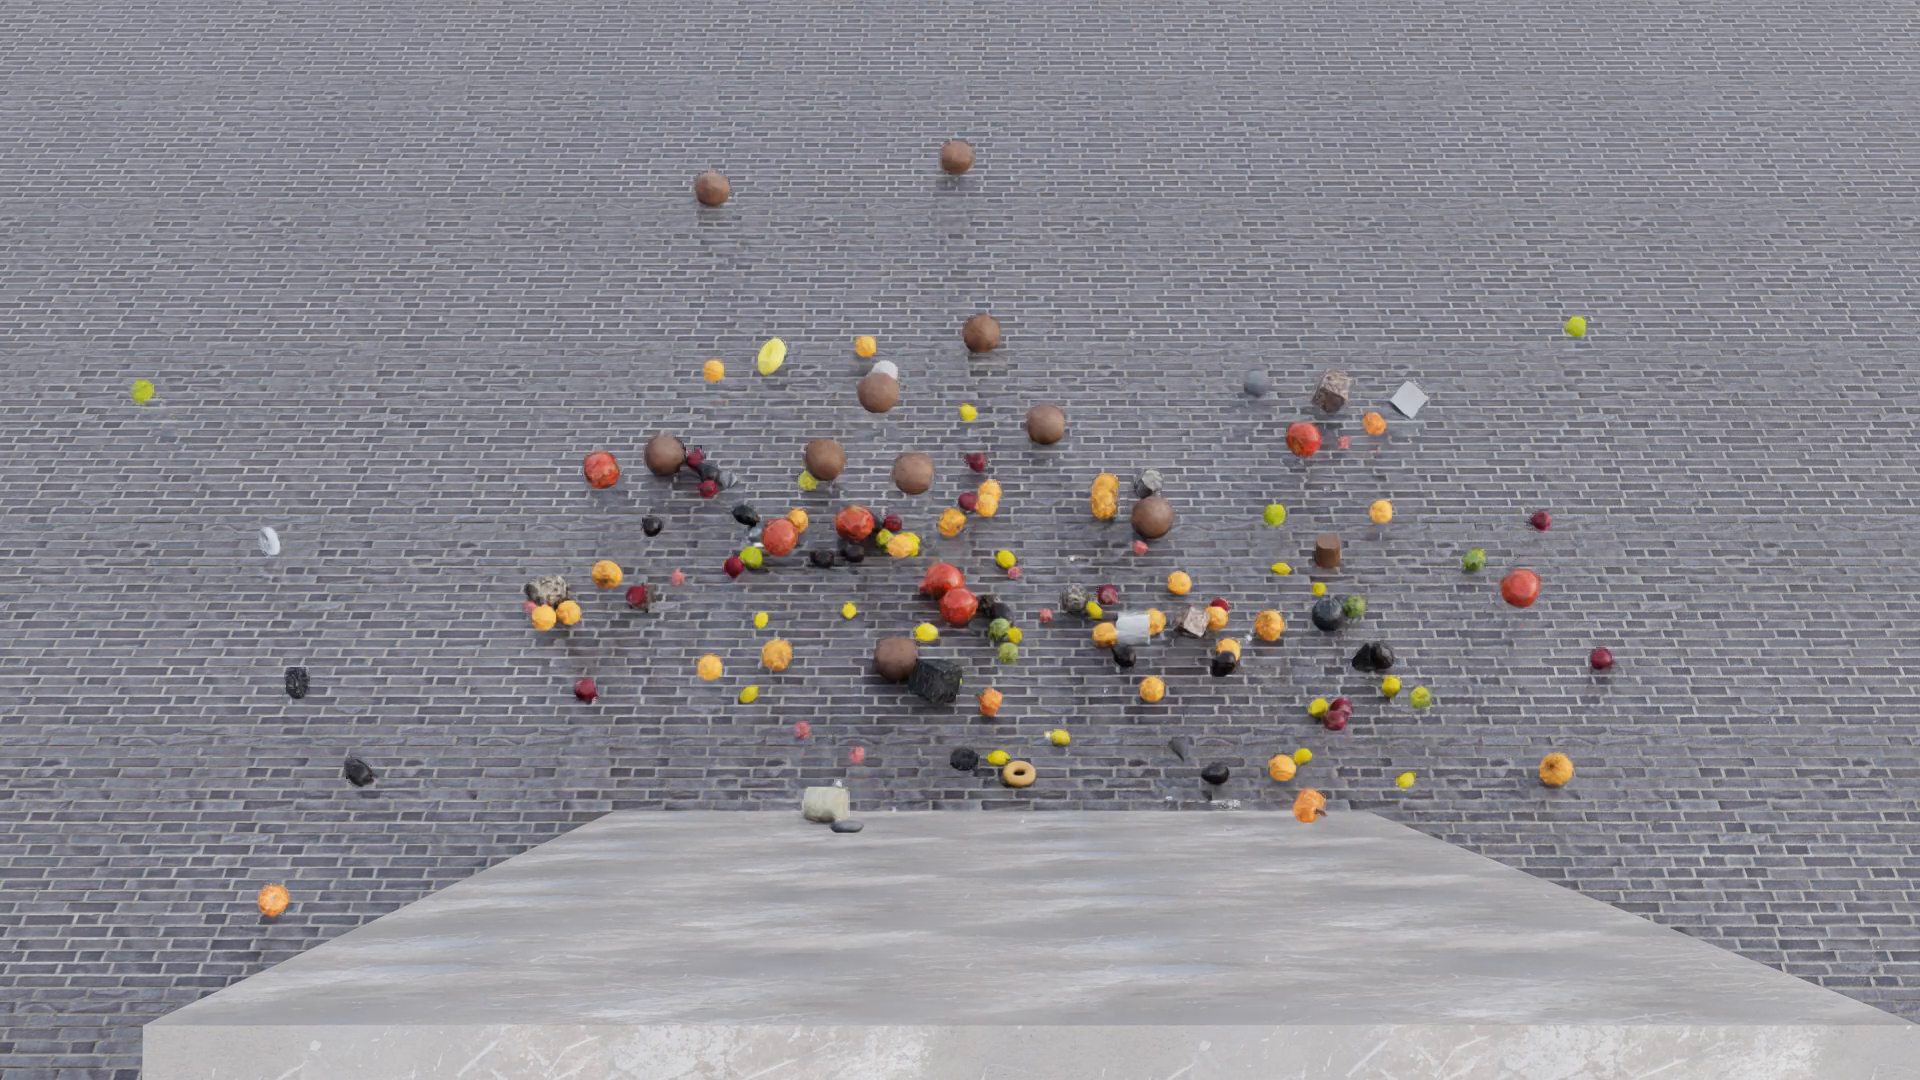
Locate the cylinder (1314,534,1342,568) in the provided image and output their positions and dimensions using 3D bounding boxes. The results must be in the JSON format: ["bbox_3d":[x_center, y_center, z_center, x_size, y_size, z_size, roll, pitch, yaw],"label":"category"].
[{"bbox_3d":[1.117,0.035,7.902,0.076,0.076,0.076,0,37,0],"label":"cylinder"}]

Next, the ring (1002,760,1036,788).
[{"bbox_3d":[0.162,0.641,7.131,0.094,0.031,0.094,-1,36,1],"label":"ring"}]

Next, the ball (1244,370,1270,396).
[{"bbox_3d":[0.984,-0.518,8.630,0.086,0.086,0.086,0,37,0],"label":"ball"}]

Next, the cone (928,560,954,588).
[{"bbox_3d":[-0.057,0.089,7.828,0.078,0.078,0.078,0,37,0],"label":"cone"}]

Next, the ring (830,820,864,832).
[{"bbox_3d":[-0.265,0.673,6.108,0.078,0.026,0.078,-1,-3,0],"label":"ring"}]

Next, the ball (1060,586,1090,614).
[{"bbox_3d":[0.340,0.176,7.708,0.084,0.084,0.084,0,37,0],"label":"ball"}]

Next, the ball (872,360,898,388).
[{"bbox_3d":[-0.249,-0.554,8.675,0.090,0.090,0.090,0,37,0],"label":"ball"}]

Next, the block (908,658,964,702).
[{"bbox_3d":[-0.069,0.396,7.365,0.097,0.097,0.097,3,18,-44],"label":"block"}]

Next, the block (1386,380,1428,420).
[{"bbox_3d":[1.446,-0.450,8.395,0.090,0.090,0.090,42,91,4],"label":"block"}]

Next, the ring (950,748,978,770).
[{"bbox_3d":[0.010,0.606,7.183,0.079,0.026,0.079,-1,37,1],"label":"ring"}]

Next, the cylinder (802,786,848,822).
[{"bbox_3d":[-0.331,0.651,6.409,0.086,0.086,0.086,2,36,20],"label":"cylinder"}]

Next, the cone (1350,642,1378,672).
[{"bbox_3d":[1.172,0.325,7.512,0.079,0.079,0.079,0,37,0],"label":"cone"}]

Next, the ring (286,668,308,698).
[{"bbox_3d":[-1.884,0.408,7.391,0.030,0.089,0.089,2,35,21],"label":"ring"}]

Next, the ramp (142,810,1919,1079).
[{"bbox_3d":[0.081,0.683,4.921,2.000,0.100,4.000,0,-3,0],"label":"ramp"}]

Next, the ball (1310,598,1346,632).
[{"bbox_3d":[1.080,0.219,7.637,0.099,0.099,0.099,0,37,0],"label":"ball"}]

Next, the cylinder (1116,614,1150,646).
[{"bbox_3d":[0.496,0.255,7.429,0.090,0.090,0.090,0,37,8],"label":"cylinder"}]

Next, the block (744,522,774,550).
[{"bbox_3d":[-0.614,-0.014,7.930,0.056,0.056,0.056,-5,41,25],"label":"block"}]

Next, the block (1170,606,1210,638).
[{"bbox_3d":[0.672,0.240,7.590,0.071,0.071,0.071,29,74,-20],"label":"block"}]

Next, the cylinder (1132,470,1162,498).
[{"bbox_3d":[0.588,-0.177,8.155,0.070,0.070,0.070,9,66,-21],"label":"cylinder"}]

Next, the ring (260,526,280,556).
[{"bbox_3d":[-2.096,0.002,7.897,0.031,0.094,0.094,-24,43,-34],"label":"ring"}]

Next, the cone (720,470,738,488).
[{"bbox_3d":[-0.720,-0.193,8.247,0.057,0.057,0.057,29,19,33],"label":"cone"}]

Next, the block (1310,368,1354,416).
[{"bbox_3d":[1.213,-0.484,8.493,0.094,0.094,0.094,27,50,0],"label":"block"}]

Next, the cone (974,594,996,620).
[{"bbox_3d":[0.081,0.207,7.709,0.069,0.069,0.069,-8,64,-10],"label":"cone"}]

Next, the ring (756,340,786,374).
[{"bbox_3d":[-0.630,-0.611,8.675,0.042,0.127,0.127,28,23,-33],"label":"ring"}]

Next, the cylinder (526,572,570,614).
[{"bbox_3d":[-1.222,0.158,7.720,0.094,0.094,0.094,-23,43,-31],"label":"cylinder"}]

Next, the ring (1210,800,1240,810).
[{"bbox_3d":[0.715,0.712,6.998,0.080,0.027,0.080,-2,-6,0],"label":"ring"}]

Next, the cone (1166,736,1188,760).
[{"bbox_3d":[0.609,0.580,7.171,0.067,0.067,0.067,-17,-3,-1],"label":"cone"}]

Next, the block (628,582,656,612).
[{"bbox_3d":[-0.947,0.169,7.736,0.060,0.060,0.060,11,38,14],"label":"block"}]
